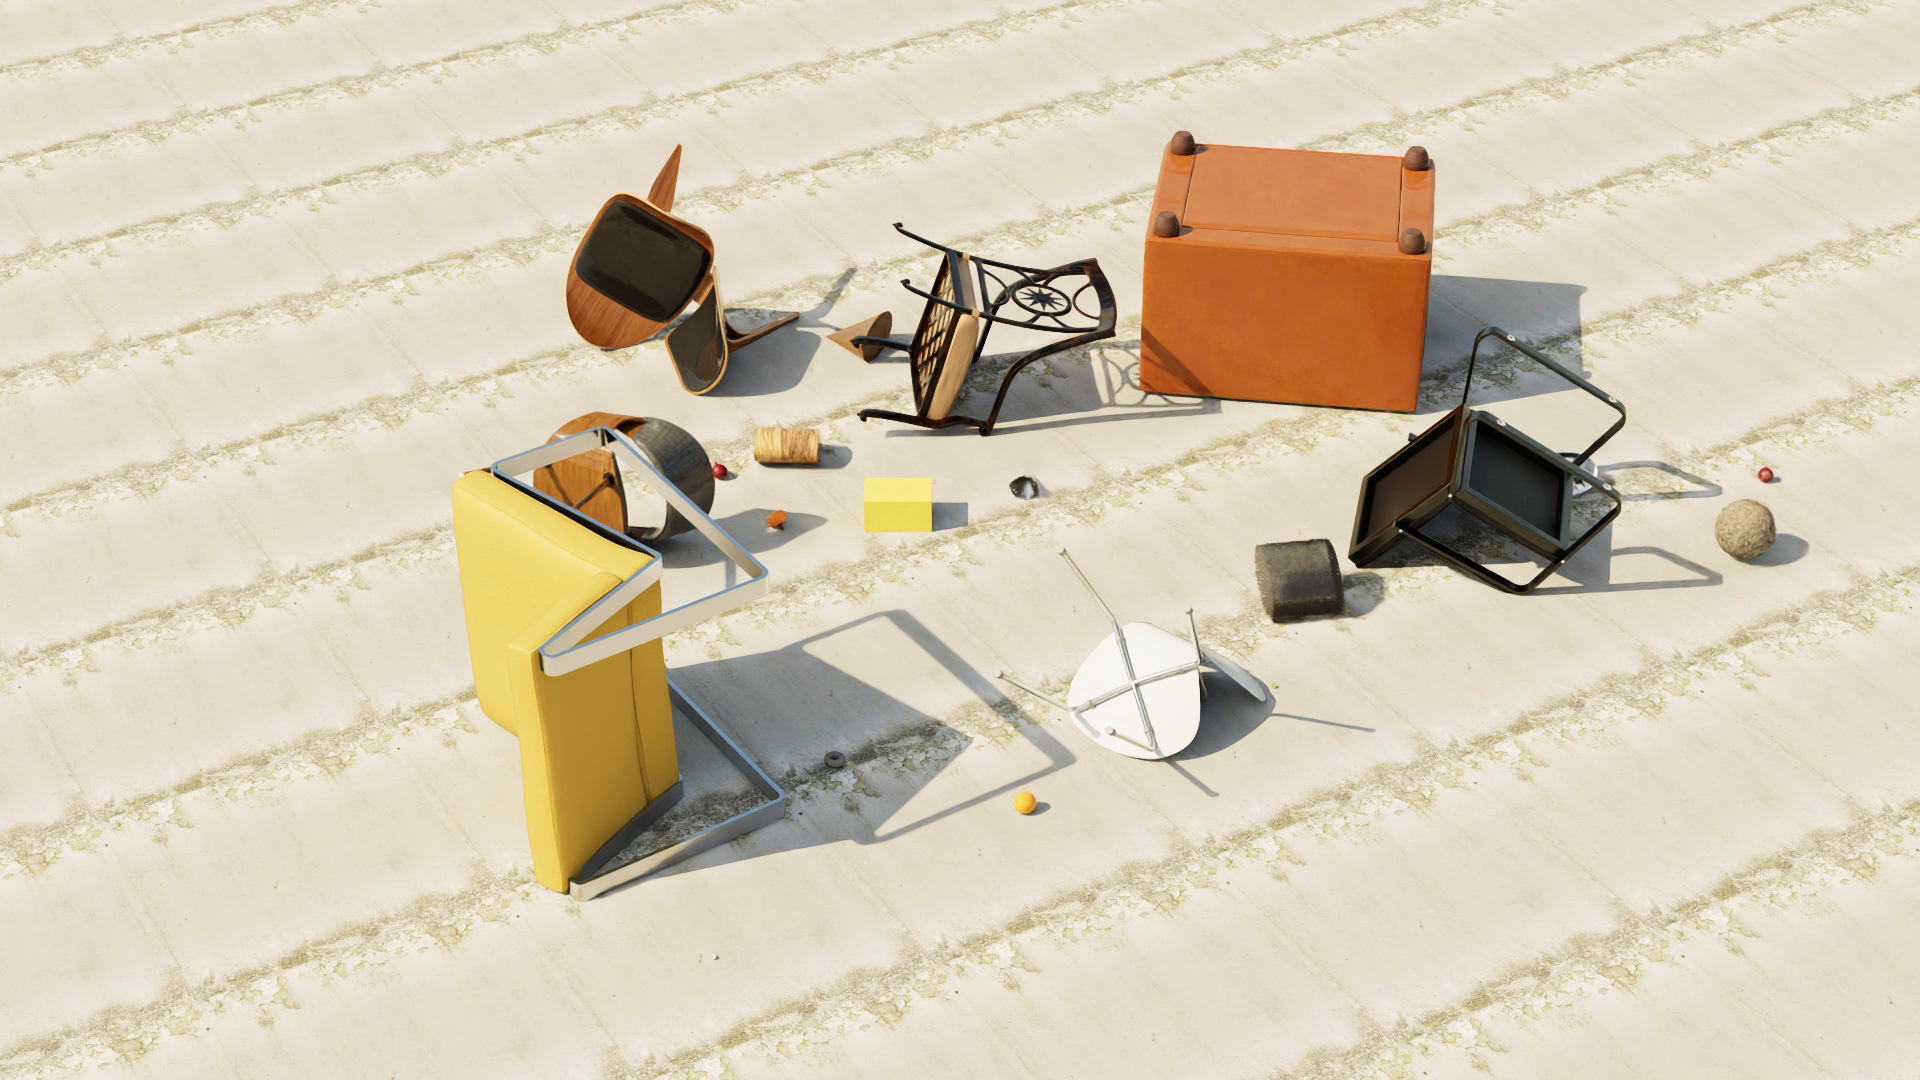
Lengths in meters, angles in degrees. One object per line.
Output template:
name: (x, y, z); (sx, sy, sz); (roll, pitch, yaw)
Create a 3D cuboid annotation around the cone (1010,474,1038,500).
cone: (0.262, -0.226, 11.247); (0.111, 0.094, 0.182); (11, 20, 8)

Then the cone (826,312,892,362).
cone: (-0.450, -0.845, 12.162); (0.265, 0.125, 0.275); (2, 48, 33)

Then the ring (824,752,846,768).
ring: (-0.419, 0.734, 9.801); (0.072, 0.033, 0.066); (10, 36, 13)

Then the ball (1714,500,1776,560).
ball: (2.895, -0.038, 10.803); (0.220, 0.220, 0.220); (0, 33, 0)

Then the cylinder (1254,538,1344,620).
cylinder: (1.220, 0.140, 10.545); (0.261, 0.171, 0.291); (-6, 63, -9)

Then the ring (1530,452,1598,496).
ring: (2.310, -0.251, 11.228); (0.269, 0.110, 0.207); (-11, 34, -14)

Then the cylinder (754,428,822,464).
cylinder: (-0.668, -0.367, 11.387); (0.247, 0.123, 0.192); (2, 24, 2)

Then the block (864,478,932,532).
block: (-0.233, -0.131, 11.020); (0.252, 0.136, 0.165); (0, 33, 0)
